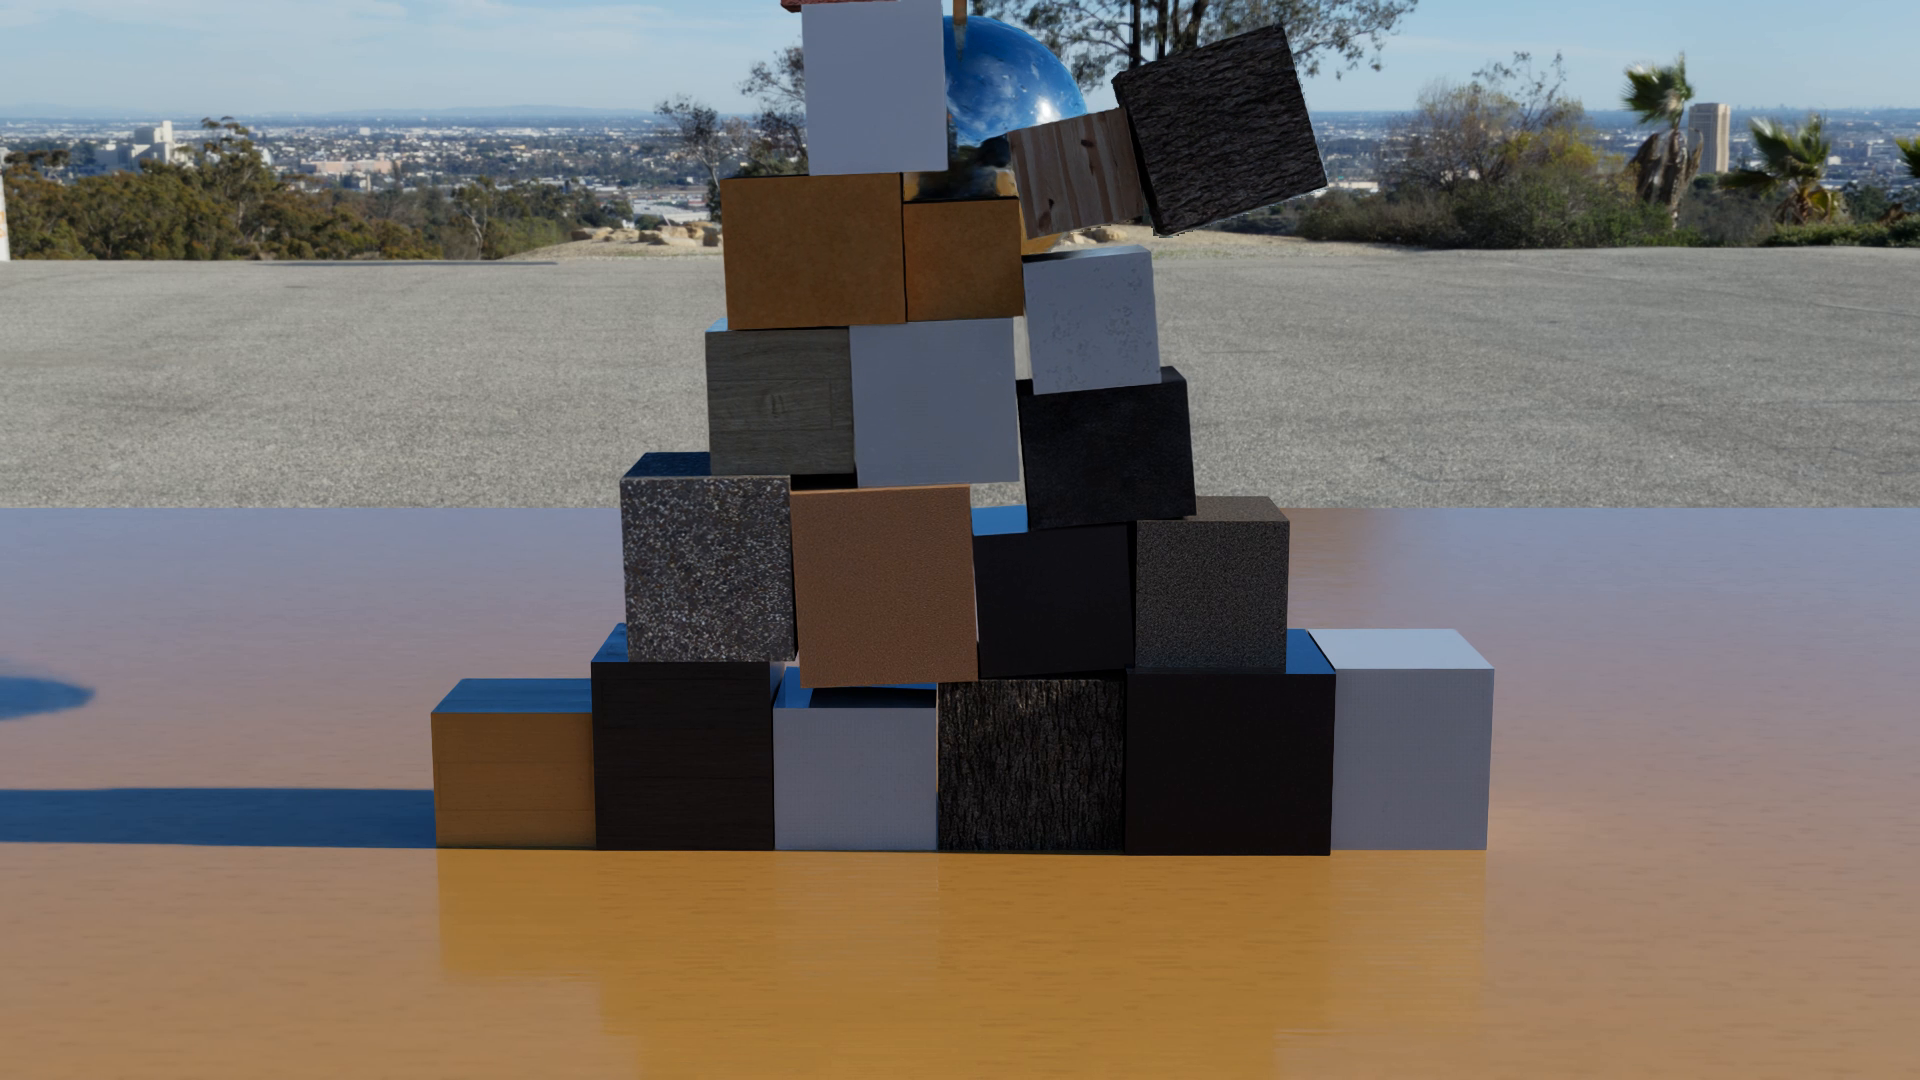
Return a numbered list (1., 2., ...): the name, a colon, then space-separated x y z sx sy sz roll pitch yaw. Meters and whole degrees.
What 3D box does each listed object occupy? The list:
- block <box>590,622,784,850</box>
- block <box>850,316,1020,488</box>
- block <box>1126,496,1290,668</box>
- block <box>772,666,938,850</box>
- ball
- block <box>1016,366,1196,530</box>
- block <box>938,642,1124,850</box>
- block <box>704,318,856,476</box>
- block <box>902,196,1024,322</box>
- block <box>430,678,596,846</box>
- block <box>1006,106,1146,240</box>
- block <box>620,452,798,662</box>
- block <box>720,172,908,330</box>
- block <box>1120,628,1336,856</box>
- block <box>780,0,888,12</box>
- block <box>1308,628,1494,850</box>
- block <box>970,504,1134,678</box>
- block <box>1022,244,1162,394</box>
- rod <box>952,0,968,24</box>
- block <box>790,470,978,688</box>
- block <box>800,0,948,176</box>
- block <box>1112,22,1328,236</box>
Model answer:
1. block: -1.379 0.998 11.363 0.883 0.971 0.896 0 10 0
2. block: -0.121 -0.729 11.050 0.792 0.799 0.766 -3 10 1
3. block: 1.243 0.200 11.224 0.748 0.734 0.774 0 10 0
4. block: -0.523 1.115 11.389 0.808 0.732 0.874 0 10 0
5. ball: 0.000 -2.307 13.094 1.600 1.600 1.600 0 10 0
6. block: 0.724 -0.475 11.089 0.816 0.667 0.708 -5 10 1
7. block: 0.350 1.047 11.375 0.919 0.871 0.884 0 10 0
8. block: -0.877 -0.736 11.049 0.700 0.707 0.719 -1 11 0
9. block: 0.013 -1.407 10.935 0.565 0.562 0.645 -3 10 0
10. block: -2.234 1.138 11.371 0.808 0.692 0.714 0 10 0
11. block: 0.568 -1.806 10.847 0.583 0.524 0.518 -11 8 4
12. block: -1.233 0.069 11.195 0.822 0.916 0.896 -1 11 0
13. block: -0.705 -1.449 10.903 0.856 0.715 0.781 -2 10 0
14. block: 1.331 1.022 11.348 1.022 0.929 1.011 0 10 0
15. block: -0.587 -2.851 10.678 0.547 0.514 0.624 -2 10 0
16. block: 2.245 1.014 11.375 0.786 0.935 0.895 0 10 0
17. block: 0.460 0.233 11.224 0.759 0.716 0.821 -4 10 1
18. block: 0.636 -1.108 10.961 0.621 0.636 0.735 -5 10 1
19. rod: 0.000 -5.165 11.252 0.080 5.200 0.080 0 33 0
20. block: -0.369 0.151 11.220 0.875 0.970 0.962 -3 10 0
21. block: -0.406 -2.211 10.796 0.666 0.800 0.675 -2 10 0
22. block: 1.259 -2.006 10.801 0.798 0.800 0.738 -17 8 4
